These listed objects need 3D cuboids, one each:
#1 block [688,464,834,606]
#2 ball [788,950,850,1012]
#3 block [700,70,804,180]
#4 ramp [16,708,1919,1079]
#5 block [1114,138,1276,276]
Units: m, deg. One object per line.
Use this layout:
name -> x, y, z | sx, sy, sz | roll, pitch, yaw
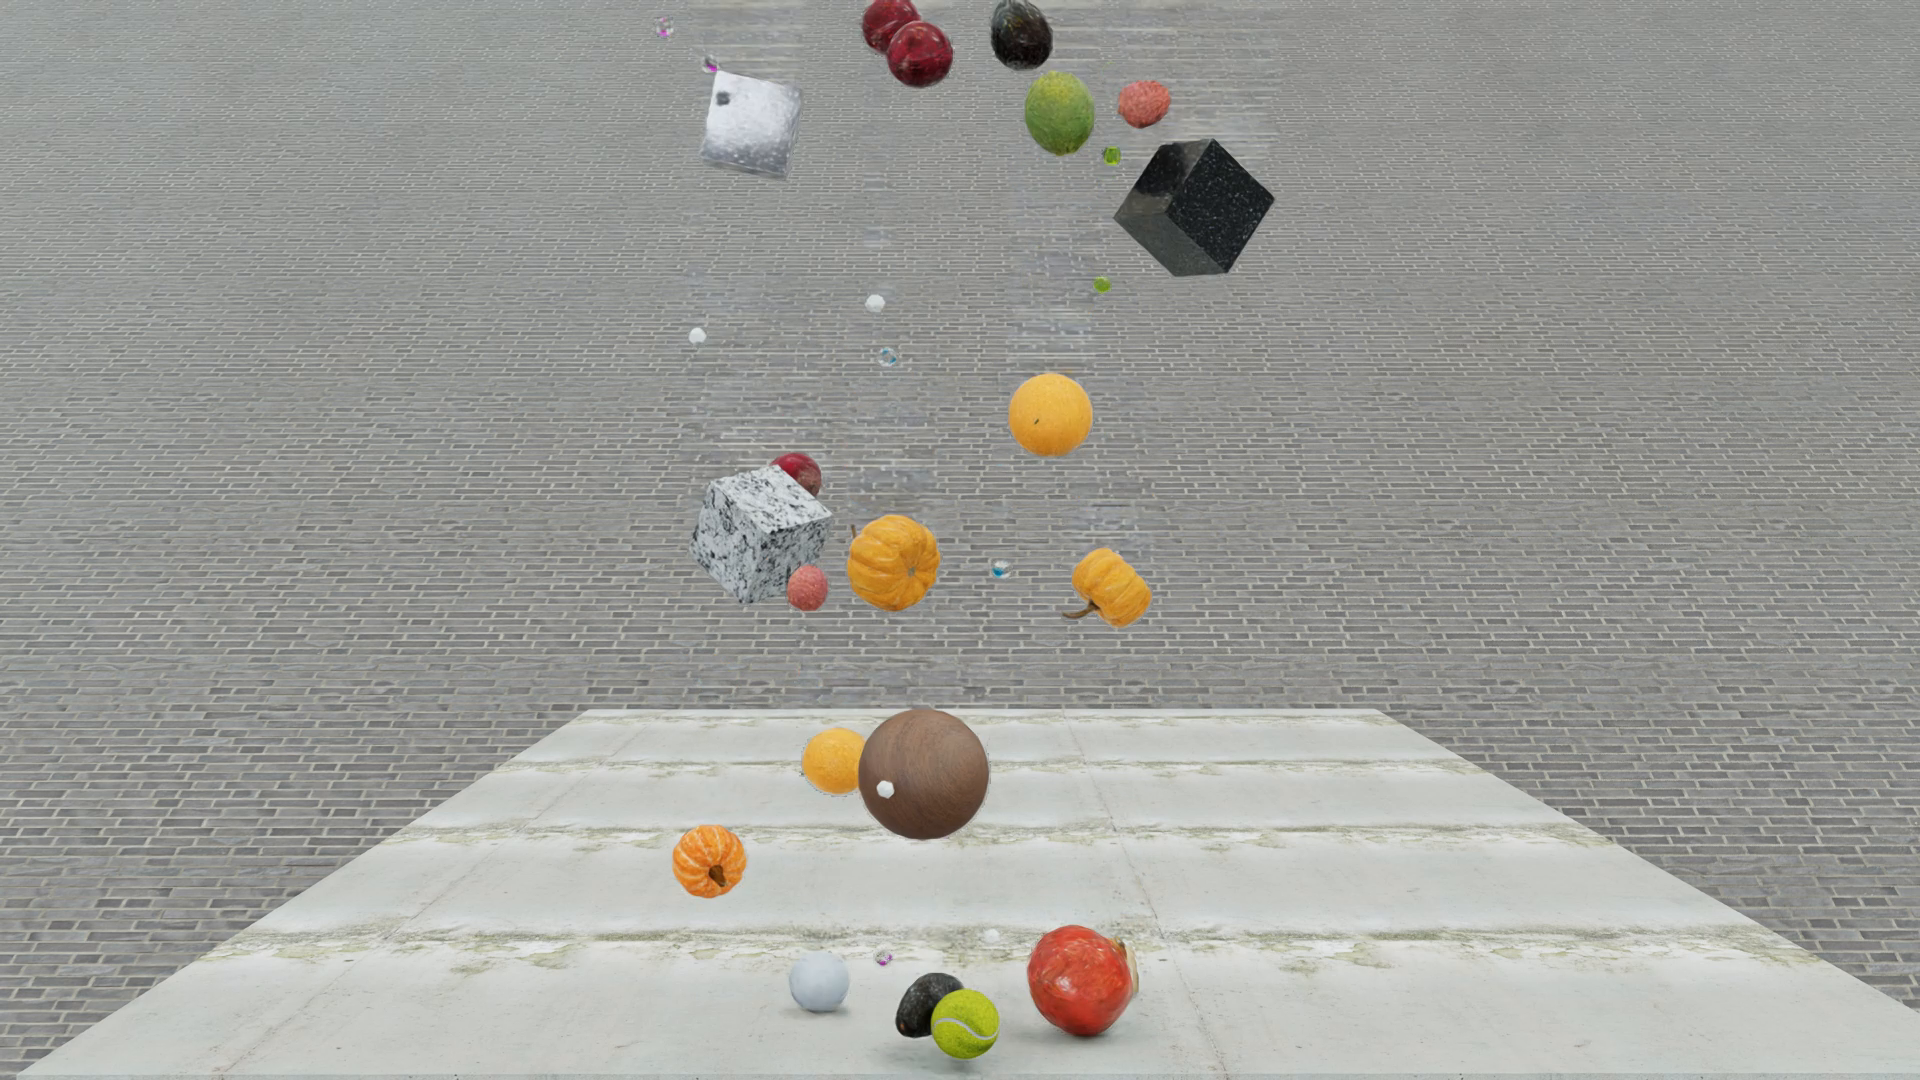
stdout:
block -> -0.209, -0.006, 2.700 | 0.094, 0.094, 0.094 | -16, 48, -44
ball -> -0.156, 0.490, 2.865 | 0.068, 0.068, 0.068 | 0, 26, 0
block -> -0.209, -0.416, 2.598 | 0.086, 0.086, 0.086 | 11, 3, -4
ramp -> 0.059, 0.531, 4.568 | 2.000, 0.100, 4.000 | 0, 1, 0
block -> 0.209, -0.296, 2.305 | 0.084, 0.084, 0.084 | -57, 25, -14
